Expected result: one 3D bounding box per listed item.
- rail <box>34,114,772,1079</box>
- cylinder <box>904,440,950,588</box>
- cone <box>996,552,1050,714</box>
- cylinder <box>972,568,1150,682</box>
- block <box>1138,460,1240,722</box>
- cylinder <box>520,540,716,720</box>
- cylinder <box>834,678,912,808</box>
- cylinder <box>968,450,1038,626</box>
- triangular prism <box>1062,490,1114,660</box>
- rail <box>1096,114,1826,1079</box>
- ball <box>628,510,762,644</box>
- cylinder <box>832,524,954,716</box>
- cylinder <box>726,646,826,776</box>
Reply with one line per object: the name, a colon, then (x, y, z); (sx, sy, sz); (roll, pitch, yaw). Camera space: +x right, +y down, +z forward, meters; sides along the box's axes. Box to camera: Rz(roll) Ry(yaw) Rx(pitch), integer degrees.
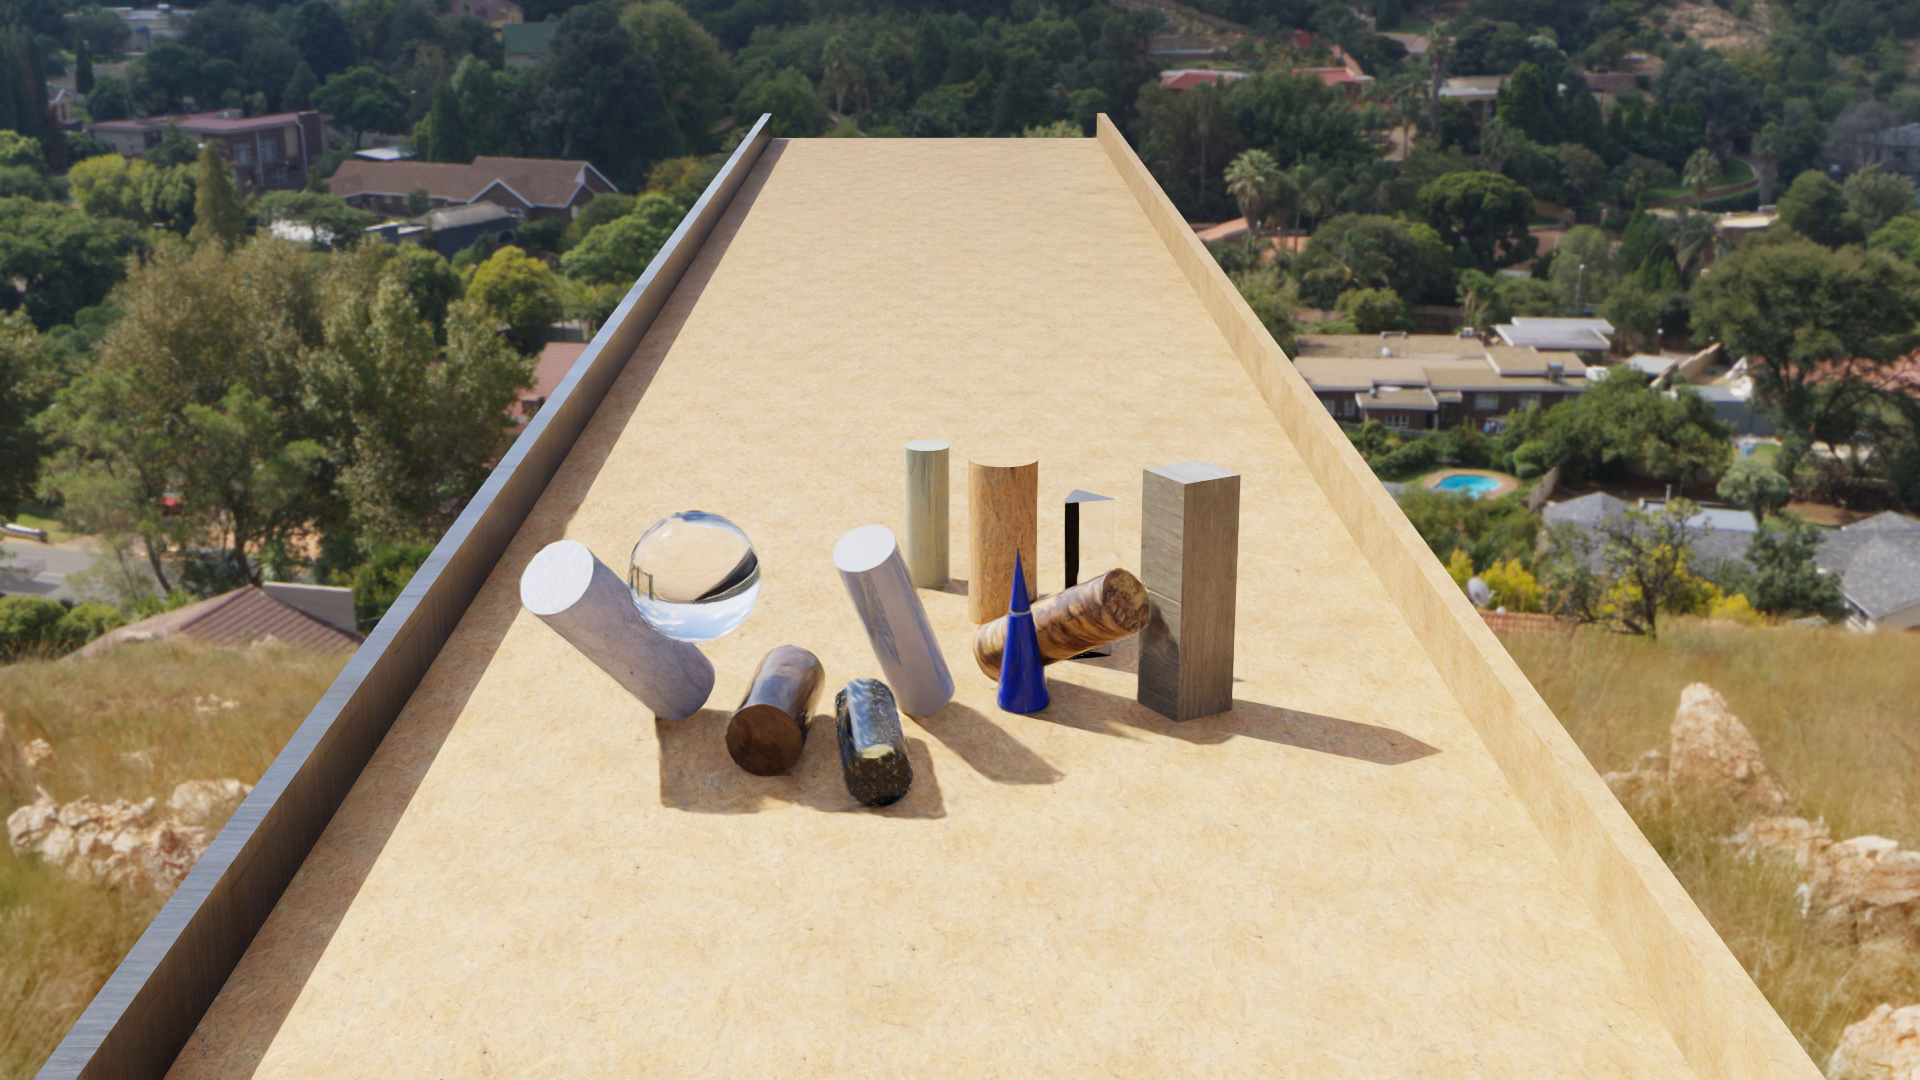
rail: (-1.118, -0.838, 7.780); (0.050, 0.150, 12.000); (0, 17, -1)
cylinder: (-0.073, -0.058, 4.870); (0.101, 0.314, 0.101); (0, 17, 0)
cone: (0.113, 0.158, 4.094); (0.103, 0.329, 0.103); (-2, 27, 1)
cylinder: (0.188, 0.165, 4.174); (0.122, 0.122, 0.361); (-18, -5, -46)
block: (0.425, 0.095, 4.103); (0.128, 0.459, 0.128); (-10, 19, -30)
cylinder: (-0.608, 0.168, 3.949); (0.144, 0.144, 0.446); (10, -23, 29)
cylinder: (-0.155, 0.350, 3.851); (0.113, 0.113, 0.331); (-2, 17, -6)
cylinder: (0.090, -0.003, 4.624); (0.145, 0.349, 0.145); (0, 17, 0)
triangular prism: (0.244, 0.068, 4.425); (0.105, 0.327, 0.091); (-4, 17, -14)
rail: (0.932, -0.844, 7.801); (0.050, 0.150, 12.000); (0, 17, -1)
ball: (-0.465, 0.064, 3.852); (0.233, 0.233, 0.233); (0, 17, 0)
cylinder: (-0.118, 0.151, 4.023); (0.117, 0.394, 0.117); (-11, 43, 11)
cylinder: (-0.329, 0.304, 3.969); (0.134, 0.134, 0.311); (1, 17, 4)
